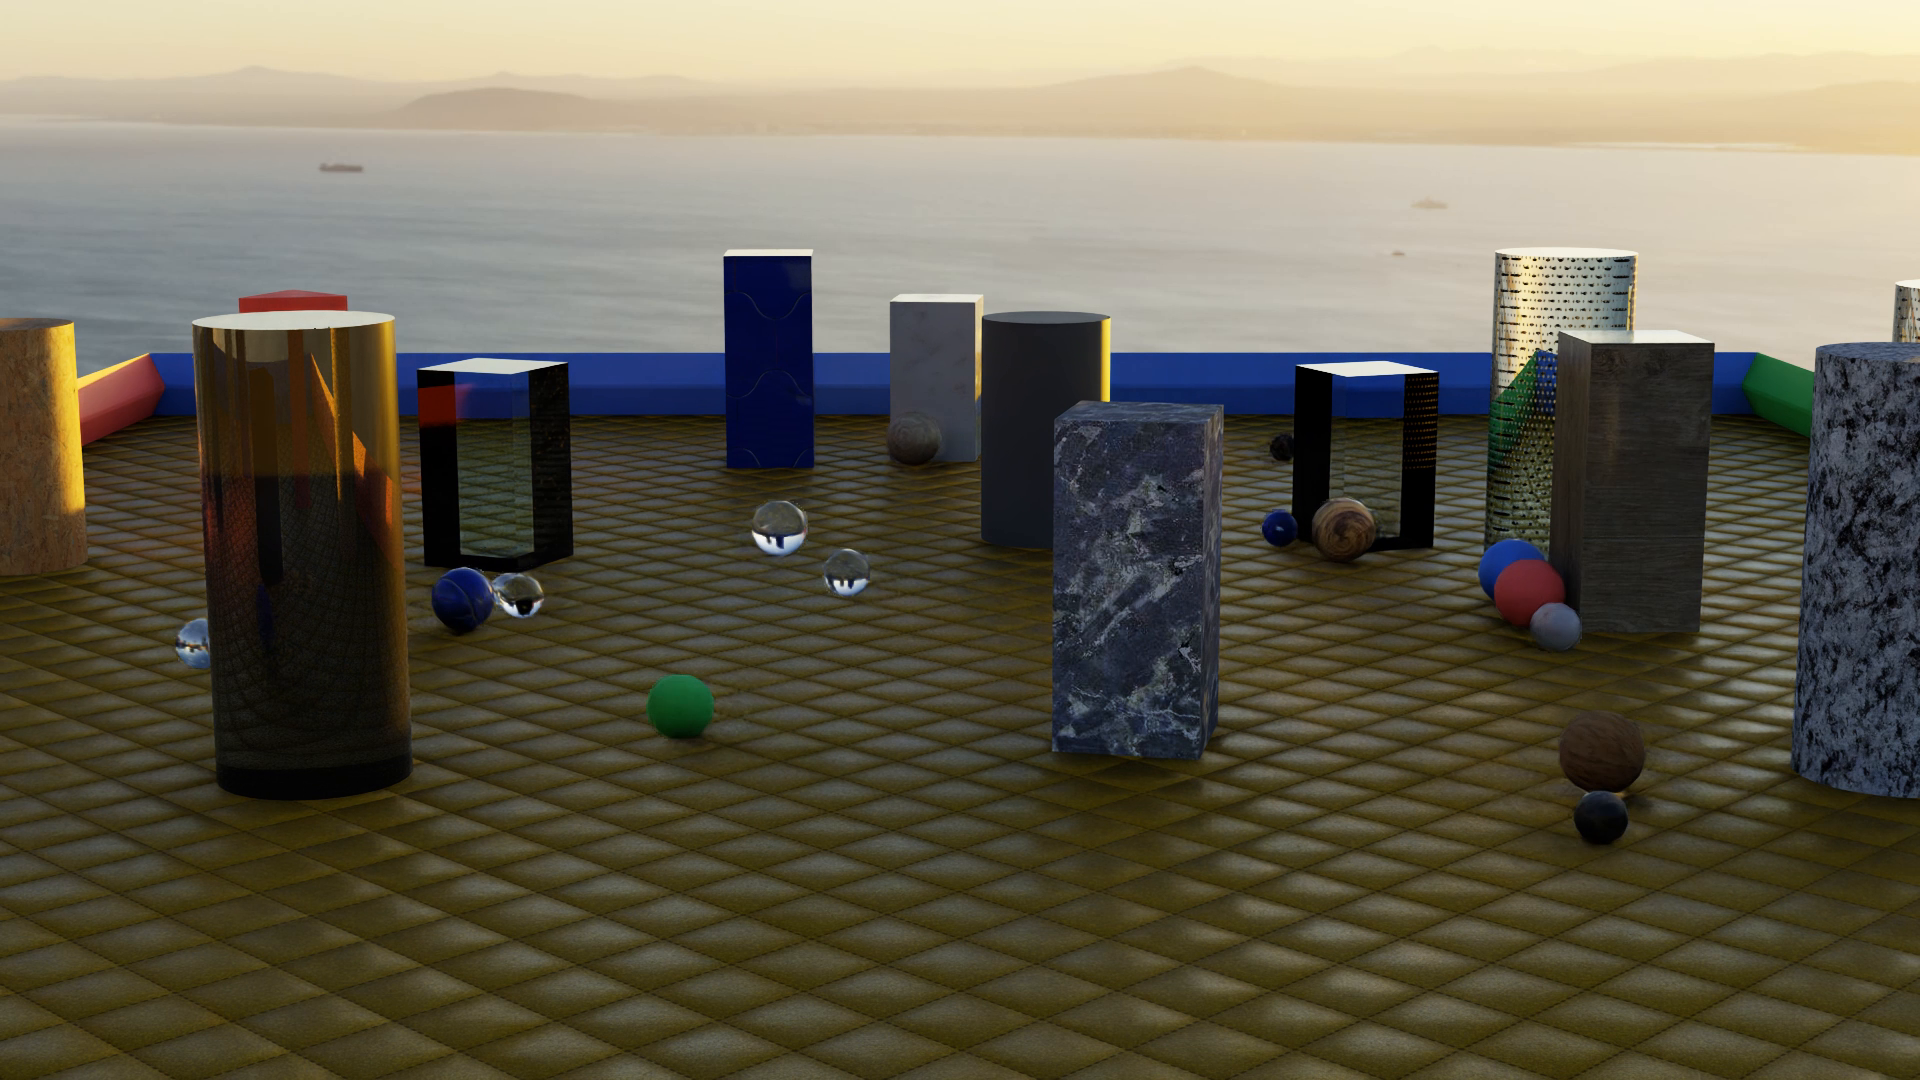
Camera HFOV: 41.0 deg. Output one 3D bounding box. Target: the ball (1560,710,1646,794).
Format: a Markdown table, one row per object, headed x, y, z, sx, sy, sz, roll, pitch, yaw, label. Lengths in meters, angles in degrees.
| x | y | z | sx | sy | sz | roll | pitch | yaw | label |
| --- | --- | --- | --- | --- | --- | --- | --- | --- | --- |
| 0.649 | 0.215 | 2.593 | 0.085 | 0.085 | 0.085 | 0 | 10 | 0 | ball |

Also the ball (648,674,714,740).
| x | y | z | sx | sy | sz | roll | pitch | yaw | label |
| --- | --- | --- | --- | --- | --- | --- | --- | --- | --- |
| -0.305 | 0.182 | 2.806 | 0.072 | 0.072 | 0.072 | 0 | 10 | 0 | ball |

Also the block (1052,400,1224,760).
| x | y | z | sx | sy | sz | roll | pitch | yaw | label |
| --- | --- | --- | --- | --- | --- | --- | --- | --- | --- |
| 0.194 | 0.039 | 2.786 | 0.159 | 0.360 | 0.159 | 2 | 11 | 13 | block |

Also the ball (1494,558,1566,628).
| x | y | z | sx | sy | sz | roll | pitch | yaw | label |
| --- | --- | --- | --- | --- | --- | --- | --- | --- | --- |
| 0.746 | 0.069 | 3.360 | 0.092 | 0.092 | 0.092 | 0 | 10 | 0 | ball |

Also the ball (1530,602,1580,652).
| x | y | z | sx | sy | sz | roll | pitch | yaw | label |
| --- | --- | --- | --- | --- | --- | --- | --- | --- | --- |
| 0.749 | 0.109 | 3.227 | 0.062 | 0.062 | 0.062 | 0 | 10 | 0 | ball |

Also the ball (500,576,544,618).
| x | y | z | sx | sy | sz | roll | pitch | yaw | label |
| --- | --- | --- | --- | --- | --- | --- | --- | --- | --- |
| -0.585 | 0.075 | 3.423 | 0.057 | 0.057 | 0.057 | 0 | 10 | 0 | ball |

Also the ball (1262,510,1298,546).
| x | y | z | sx | sy | sz | roll | pitch | yaw | label |
| --- | --- | --- | --- | --- | --- | --- | --- | --- | --- |
| 0.490 | -0.017 | 3.930 | 0.056 | 0.056 | 0.056 | 0 | 10 | 0 | ball |

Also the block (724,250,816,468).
| x | y | z | sx | sy | sz | roll | pitch | yaw | label |
| --- | --- | --- | --- | --- | --- | --- | --- | --- | --- |
| -0.351 | -0.337 | 4.748 | 0.159 | 0.387 | 0.159 | 0 | 10 | -2 | block |

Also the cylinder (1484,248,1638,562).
| x | y | z | sx | sy | sz | roll | pitch | yaw | label |
| --- | --- | --- | --- | --- | --- | --- | --- | --- | --- |
| 0.861 | -0.180 | 3.685 | 0.199 | 0.465 | 0.199 | 0 | 10 | 0 | cylinder |

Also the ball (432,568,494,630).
| x | y | z | sx | sy | sz | roll | pitch | yaw | label |
| --- | --- | --- | --- | --- | --- | --- | --- | --- | --- |
| -0.649 | 0.077 | 3.350 | 0.082 | 0.082 | 0.082 | 0 | 10 | 0 | ball |

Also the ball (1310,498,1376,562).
| x | y | z | sx | sy | sz | roll | pitch | yaw | label |
| --- | --- | --- | --- | --- | --- | --- | --- | --- | --- |
| 0.569 | -0.015 | 3.810 | 0.095 | 0.095 | 0.095 | 0 | 10 | 0 | ball |

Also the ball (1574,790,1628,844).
| x | y | z | sx | sy | sz | roll | pitch | yaw | label |
| --- | --- | --- | --- | --- | --- | --- | --- | --- | --- |
| 0.608 | 0.262 | 2.432 | 0.051 | 0.051 | 0.051 | 0 | 10 | 0 | ball |

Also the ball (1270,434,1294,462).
| x | y | z | sx | sy | sz | roll | pitch | yaw | label |
| --- | --- | --- | --- | --- | --- | --- | --- | --- | --- |
| 0.602 | -0.171 | 4.774 | 0.050 | 0.050 | 0.050 | 0 | 10 | 0 | ball |

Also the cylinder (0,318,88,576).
| x | y | z | sx | sy | sz | roll | pitch | yaw | label |
| --- | --- | --- | --- | --- | --- | --- | --- | --- | --- |
| -1.398 | -0.140 | 3.774 | 0.199 | 0.354 | 0.199 | 0 | 10 | 0 | cylinder |

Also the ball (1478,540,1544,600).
| x | y | z | sx | sy | sz | roll | pitch | yaw | label |
| --- | --- | --- | --- | --- | --- | --- | --- | --- | --- |
| 0.753 | 0.045 | 3.495 | 0.092 | 0.092 | 0.092 | 0 | 10 | 0 | ball |

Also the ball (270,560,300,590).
| x | y | z | sx | sy | sz | roll | pitch | yaw | label |
| --- | --- | --- | --- | --- | --- | --- | --- | --- | --- |
| -0.950 | 0.049 | 3.608 | 0.041 | 0.041 | 0.041 | 0 | 10 | 0 | ball |

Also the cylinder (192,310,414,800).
| x | y | z | sx | sy | sz | roll | pitch | yaw | label |
| --- | --- | --- | --- | --- | --- | --- | --- | --- | --- |
| -0.671 | 0.011 | 2.629 | 0.199 | 0.473 | 0.199 | 0 | 10 | 0 | cylinder |

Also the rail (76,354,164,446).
| x | y | z | sx | sy | sz | roll | pitch | yaw | label |
| --- | --- | --- | --- | --- | --- | --- | --- | --- | --- |
| -1.672 | 0.035 | 3.439 | 0.045 | 0.129 | 3.995 | 0 | 10 | 0 | rail |

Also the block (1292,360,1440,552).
| x | y | z | sx | sy | sz | roll | pitch | yaw | label |
| --- | --- | --- | --- | --- | --- | --- | --- | --- | --- |
| 0.622 | -0.130 | 3.951 | 0.159 | 0.269 | 0.159 | -4 | 11 | -21 | block |

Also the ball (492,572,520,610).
| x | y | z | sx | sy | sz | roll | pitch | yaw | label |
| --- | --- | --- | --- | --- | --- | --- | --- | --- | --- |
| -0.609 | 0.069 | 3.472 | 0.051 | 0.051 | 0.051 | 0 | 10 | 0 | ball |

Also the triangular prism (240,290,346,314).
| x | y | z | sx | sy | sz | roll | pitch | yaw | label |
| --- | --- | --- | --- | --- | --- | --- | --- | --- | --- |
| -1.133 | -0.249 | 4.389 | 0.172 | 0.345 | 0.149 | -3 | 11 | -15 | triangular prism |

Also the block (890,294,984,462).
| x | y | z | sx | sy | sz | roll | pitch | yaw | label |
| --- | --- | --- | --- | --- | --- | --- | --- | --- | --- |
| -0.043 | -0.307 | 4.831 | 0.159 | 0.297 | 0.159 | 1 | 11 | 6 | block |

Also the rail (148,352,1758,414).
| x | y | z | sx | sy | sz | roll | pitch | yaw | label |
| --- | --- | --- | --- | --- | --- | --- | --- | --- | --- |
| -0.011 | -0.326 | 5.390 | 3.391 | 0.129 | 0.045 | 0 | 10 | 0 | rail |

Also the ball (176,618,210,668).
| x | y | z | sx | sy | sz | roll | pitch | yaw | label |
| --- | --- | --- | --- | --- | --- | --- | --- | --- | --- |
| -0.926 | 0.127 | 3.135 | 0.062 | 0.062 | 0.062 | 0 | 10 | 0 | ball |

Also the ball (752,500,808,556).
| x | y | z | sx | sy | sz | roll | pitch | yaw | label |
| --- | --- | --- | --- | --- | --- | --- | --- | --- | --- |
| -0.271 | -0.018 | 3.854 | 0.084 | 0.084 | 0.084 | 0 | 10 | 0 | ball |

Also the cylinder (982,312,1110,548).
| x | y | z | sx | sy | sz | roll | pitch | yaw | label |
| --- | --- | --- | --- | --- | --- | --- | --- | --- | --- |
| 0.132 | -0.174 | 3.981 | 0.199 | 0.344 | 0.199 | 0 | 10 | 0 | cylinder |

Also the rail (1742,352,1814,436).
| x | y | z | sx | sy | sz | roll | pitch | yaw | label |
| --- | --- | --- | --- | --- | --- | --- | --- | --- | --- |
| 1.672 | 0.031 | 3.458 | 0.045 | 0.129 | 3.995 | 0 | 10 | 0 | rail |

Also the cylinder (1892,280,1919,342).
| x | y | z | sx | sy | sz | roll | pitch | yaw | label |
| --- | --- | --- | --- | --- | --- | --- | --- | --- | --- |
| 1.258 | -0.088 | 3.203 | 0.199 | 0.459 | 0.199 | 0 | 10 | 0 | cylinder |

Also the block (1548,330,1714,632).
| x | y | z | sx | sy | sz | roll | pitch | yaw | label |
| --- | --- | --- | --- | --- | --- | --- | --- | --- | --- |
| 0.881 | -0.080 | 3.383 | 0.159 | 0.377 | 0.159 | 0 | 10 | -2 | block |

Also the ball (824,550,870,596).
| x | y | z | sx | sy | sz | roll | pitch | yaw | label |
| --- | --- | --- | --- | --- | --- | --- | --- | --- | --- |
| -0.157 | 0.046 | 3.561 | 0.066 | 0.066 | 0.066 | 0 | 10 | 0 | ball |

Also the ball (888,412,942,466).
| x | y | z | sx | sy | sz | roll | pitch | yaw | label |
| --- | --- | --- | --- | --- | --- | --- | --- | --- | --- |
| -0.084 | -0.187 | 4.726 | 0.099 | 0.099 | 0.099 | 0 | 10 | 0 | ball |

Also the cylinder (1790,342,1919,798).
| x | y | z | sx | sy | sz | roll | pitch | yaw | label |
| --- | --- | --- | --- | --- | --- | --- | --- | --- | --- |
| 0.972 | 0.026 | 2.641 | 0.199 | 0.440 | 0.199 | 0 | 10 | 0 | cylinder |

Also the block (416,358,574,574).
| x | y | z | sx | sy | sz | roll | pitch | yaw | label |
| --- | --- | --- | --- | --- | --- | --- | --- | --- | --- |
| -0.686 | -0.113 | 3.799 | 0.159 | 0.291 | 0.159 | 4 | 11 | 22 | block |
